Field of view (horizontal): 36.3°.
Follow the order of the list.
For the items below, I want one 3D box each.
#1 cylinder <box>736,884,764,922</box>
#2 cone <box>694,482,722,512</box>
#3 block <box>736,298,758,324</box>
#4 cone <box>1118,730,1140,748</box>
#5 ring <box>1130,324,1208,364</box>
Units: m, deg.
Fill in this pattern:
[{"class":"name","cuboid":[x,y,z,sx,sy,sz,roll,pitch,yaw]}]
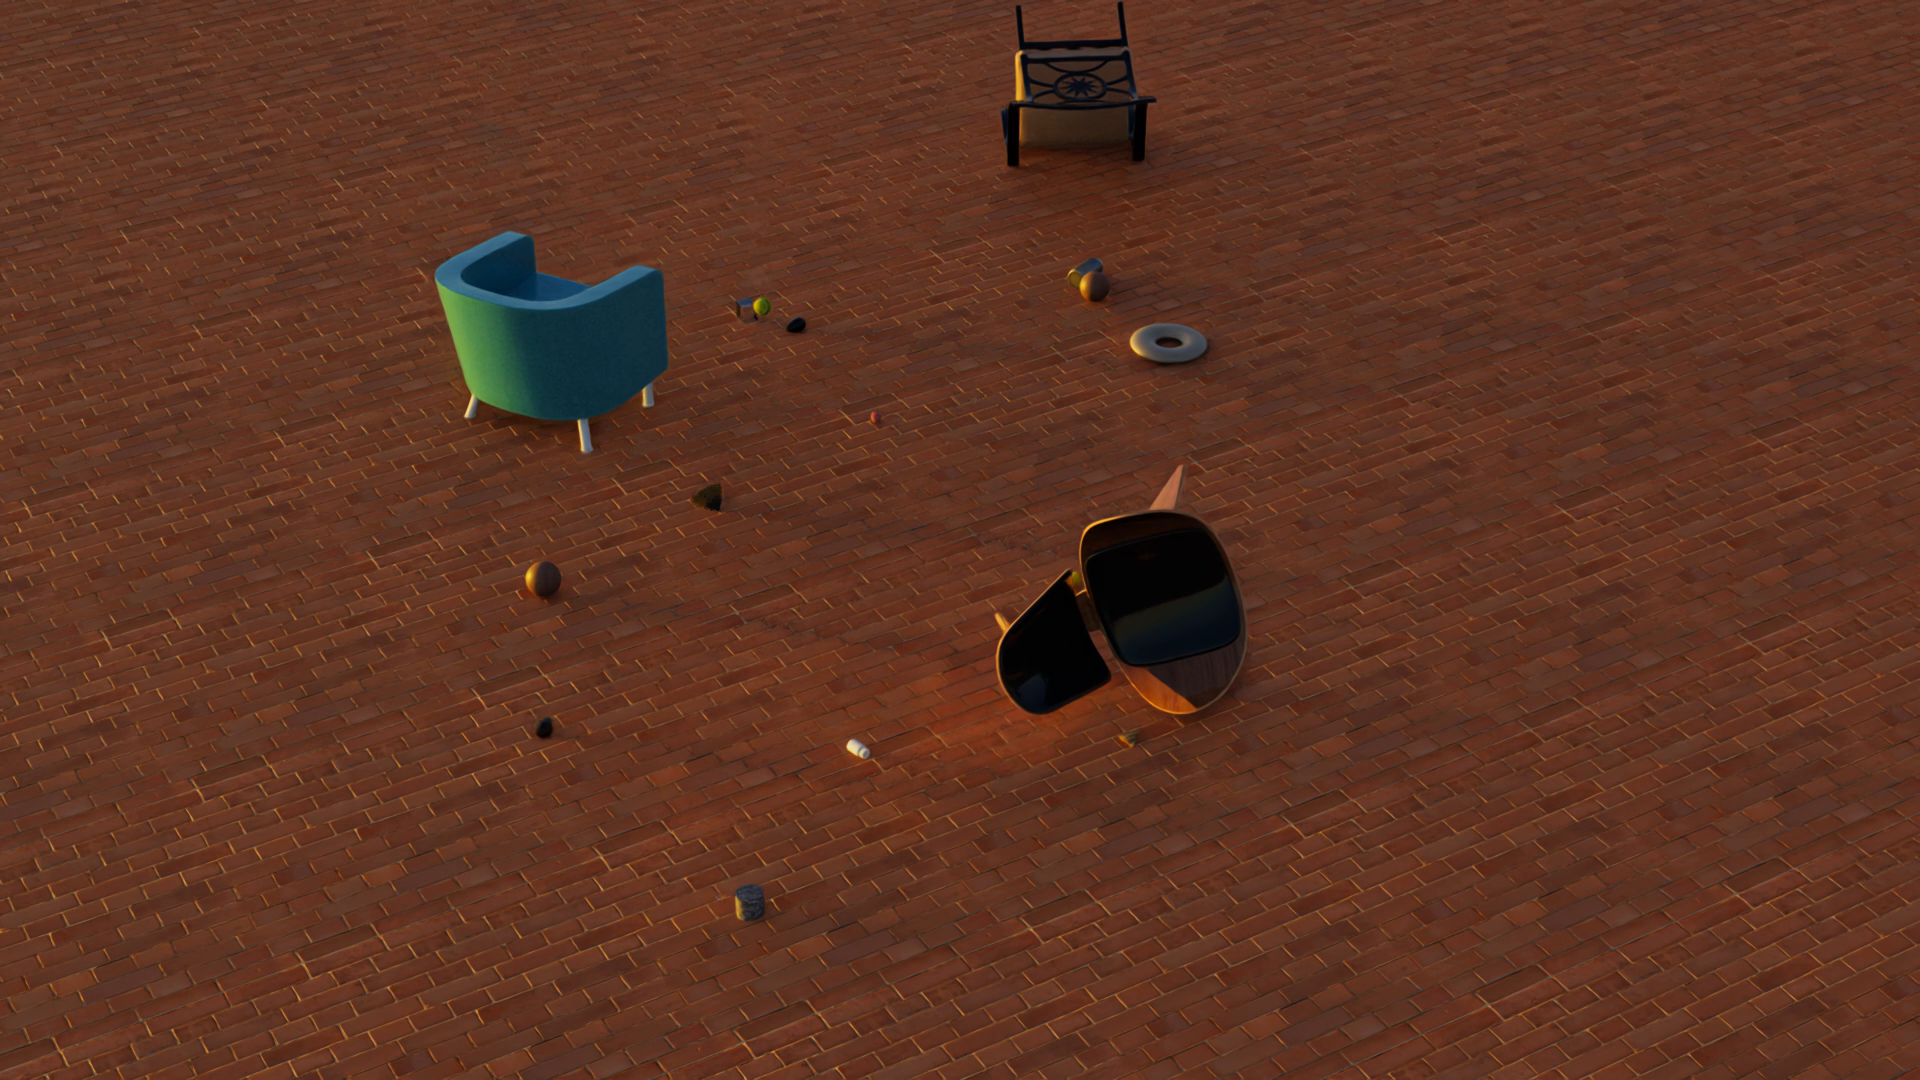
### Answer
[{"class":"cylinder","cuboid":[-0.655,1.132,9.152,0.090,0.082,0.080,-14,36,-20]},{"class":"cone","cuboid":[-0.933,-0.143,11.117,0.128,0.109,0.094,-30,73,-19]},{"class":"block","cuboid":[-0.897,-0.964,12.337,0.064,0.077,0.072,-15,36,-22]},{"class":"cone","cuboid":[0.577,0.677,9.889,0.076,0.084,0.047,-15,78,-9]},{"class":"ring","cuboid":[0.864,-0.815,12.140,0.322,0.045,0.315,12,35,16]}]
